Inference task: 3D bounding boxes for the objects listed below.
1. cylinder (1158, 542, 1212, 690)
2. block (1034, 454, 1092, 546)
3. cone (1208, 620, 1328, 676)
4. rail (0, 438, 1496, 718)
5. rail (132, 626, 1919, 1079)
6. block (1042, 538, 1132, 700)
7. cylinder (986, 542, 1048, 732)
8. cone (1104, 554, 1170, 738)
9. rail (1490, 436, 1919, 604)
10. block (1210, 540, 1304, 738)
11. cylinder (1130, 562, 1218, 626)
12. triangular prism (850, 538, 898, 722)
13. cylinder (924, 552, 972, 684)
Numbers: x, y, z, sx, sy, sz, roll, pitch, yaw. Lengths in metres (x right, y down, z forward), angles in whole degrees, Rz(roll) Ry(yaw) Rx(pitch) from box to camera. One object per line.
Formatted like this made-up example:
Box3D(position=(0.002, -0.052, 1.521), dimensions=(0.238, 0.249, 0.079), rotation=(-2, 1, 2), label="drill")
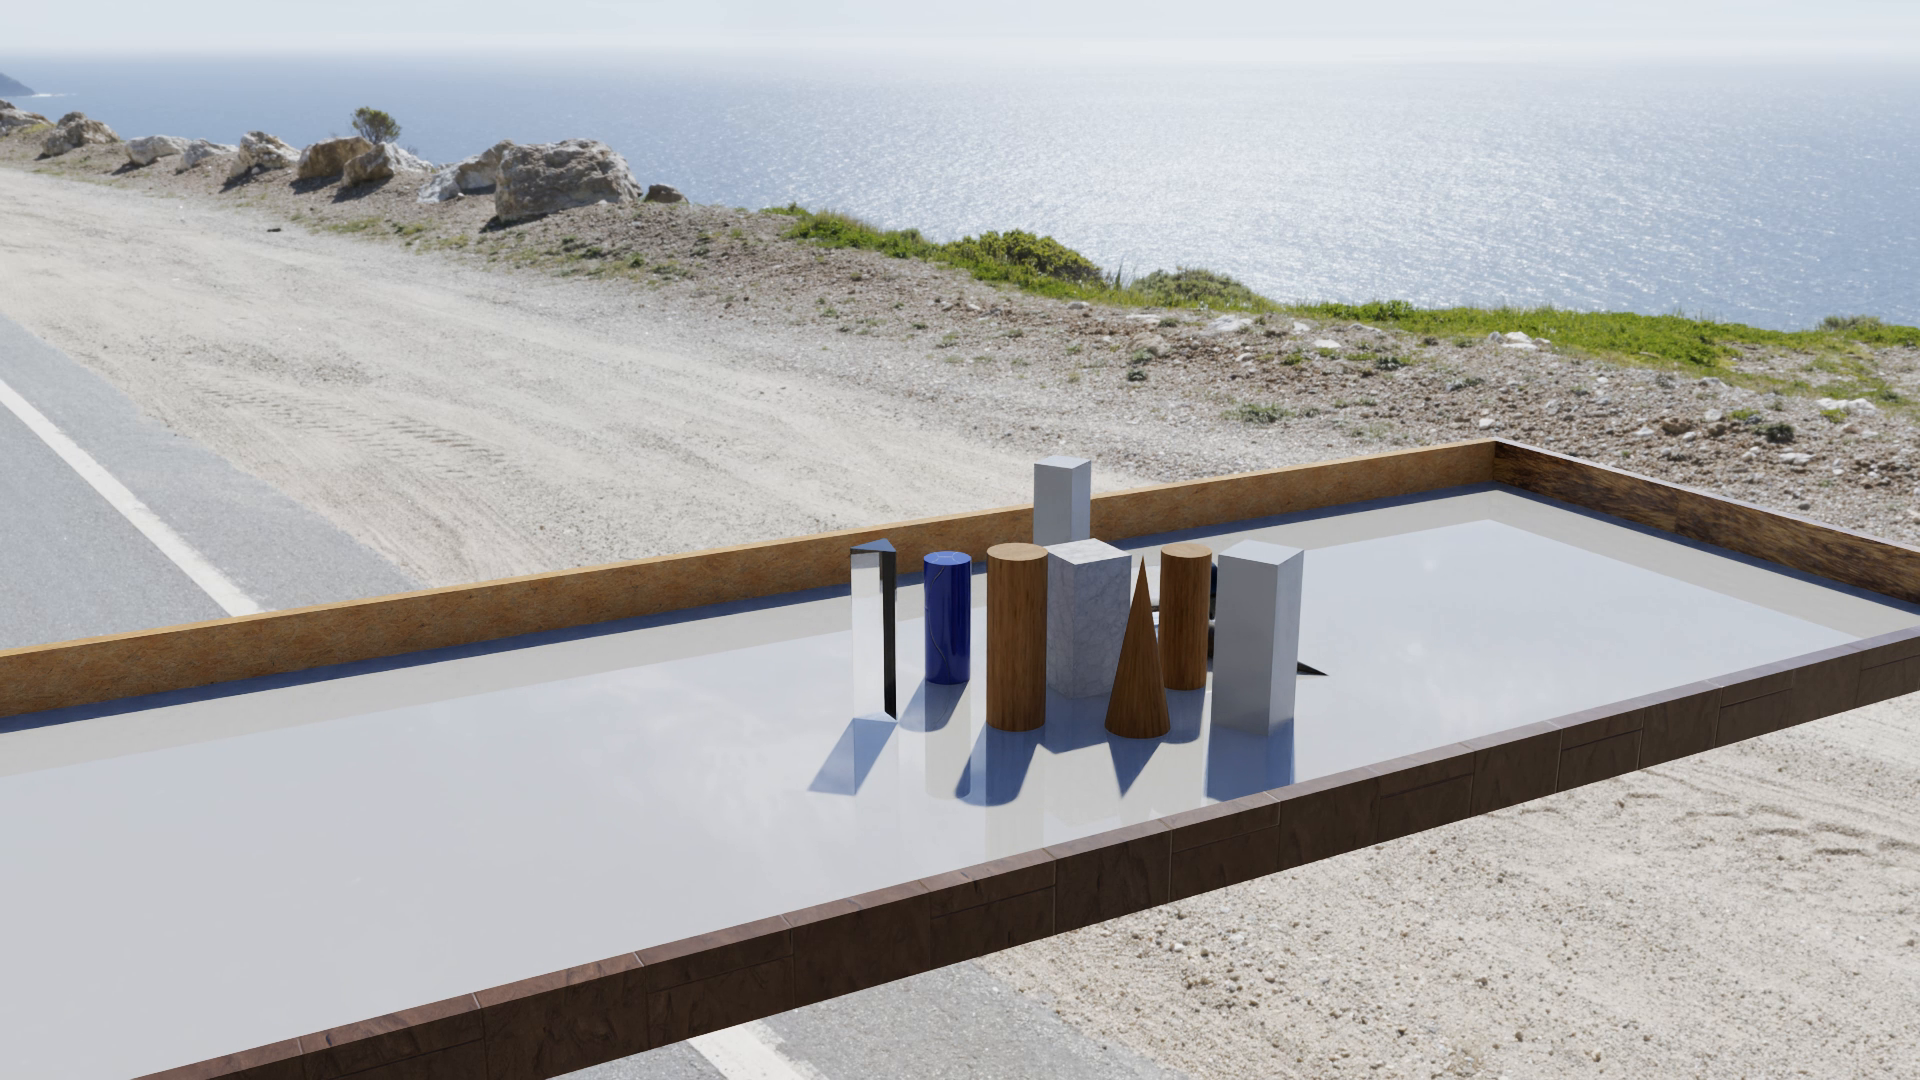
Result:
Box3D(position=(0.556, 0.190, 4.097), dimensions=(0.125, 0.345, 0.125), rotation=(0, 16, 0), label="cylinder")
Box3D(position=(0.283, -0.007, 4.604), dimensions=(0.117, 0.436, 0.117), rotation=(9, 19, 29), label="block")
Box3D(position=(0.746, 0.288, 4.262), dimensions=(0.434, 0.129, 0.129), rotation=(17, 22, 22), label="cone")
Box3D(position=(-3.305, 0.497, 3.399), dimensions=(12.000, 0.150, 0.050), rotation=(-9, 18, -27), label="rail")
Box3D(position=(-2.336, 1.006, 1.665), dimensions=(12.000, 0.150, 0.050), rotation=(-9, 18, -27), label="rail")
Box3D(position=(0.306, 0.193, 4.087), dimensions=(0.164, 0.345, 0.164), rotation=(-9, 19, -28), label="block")
Box3D(position=(0.132, 0.226, 3.846), dimensions=(0.140, 0.417, 0.140), rotation=(0, 16, 0), label="cylinder")
Box3D(position=(0.417, 0.234, 3.812), dimensions=(0.155, 0.422, 0.155), rotation=(0, 16, 0), label="cone")
Box3D(position=(2.466, -0.048, 5.253), dimensions=(0.050, 0.150, 2.100), rotation=(-9, 18, -27), label="rail")
Box3D(position=(0.692, 0.227, 3.845), dimensions=(0.147, 0.416, 0.147), rotation=(11, 20, 33), label="block")
Box3D(position=(0.495, 0.156, 4.532), dimensions=(0.424, 0.165, 0.165), rotation=(-4, 17, -15), label="cylinder")
Box3D(position=(-0.188, 0.211, 3.890), dimensions=(0.110, 0.421, 0.095), rotation=(4, 17, 14), label="triangular prism")
Box3D(position=(-0.031, 0.195, 4.134), dimensions=(0.118, 0.314, 0.118), rotation=(0, 16, 0), label="cylinder")
